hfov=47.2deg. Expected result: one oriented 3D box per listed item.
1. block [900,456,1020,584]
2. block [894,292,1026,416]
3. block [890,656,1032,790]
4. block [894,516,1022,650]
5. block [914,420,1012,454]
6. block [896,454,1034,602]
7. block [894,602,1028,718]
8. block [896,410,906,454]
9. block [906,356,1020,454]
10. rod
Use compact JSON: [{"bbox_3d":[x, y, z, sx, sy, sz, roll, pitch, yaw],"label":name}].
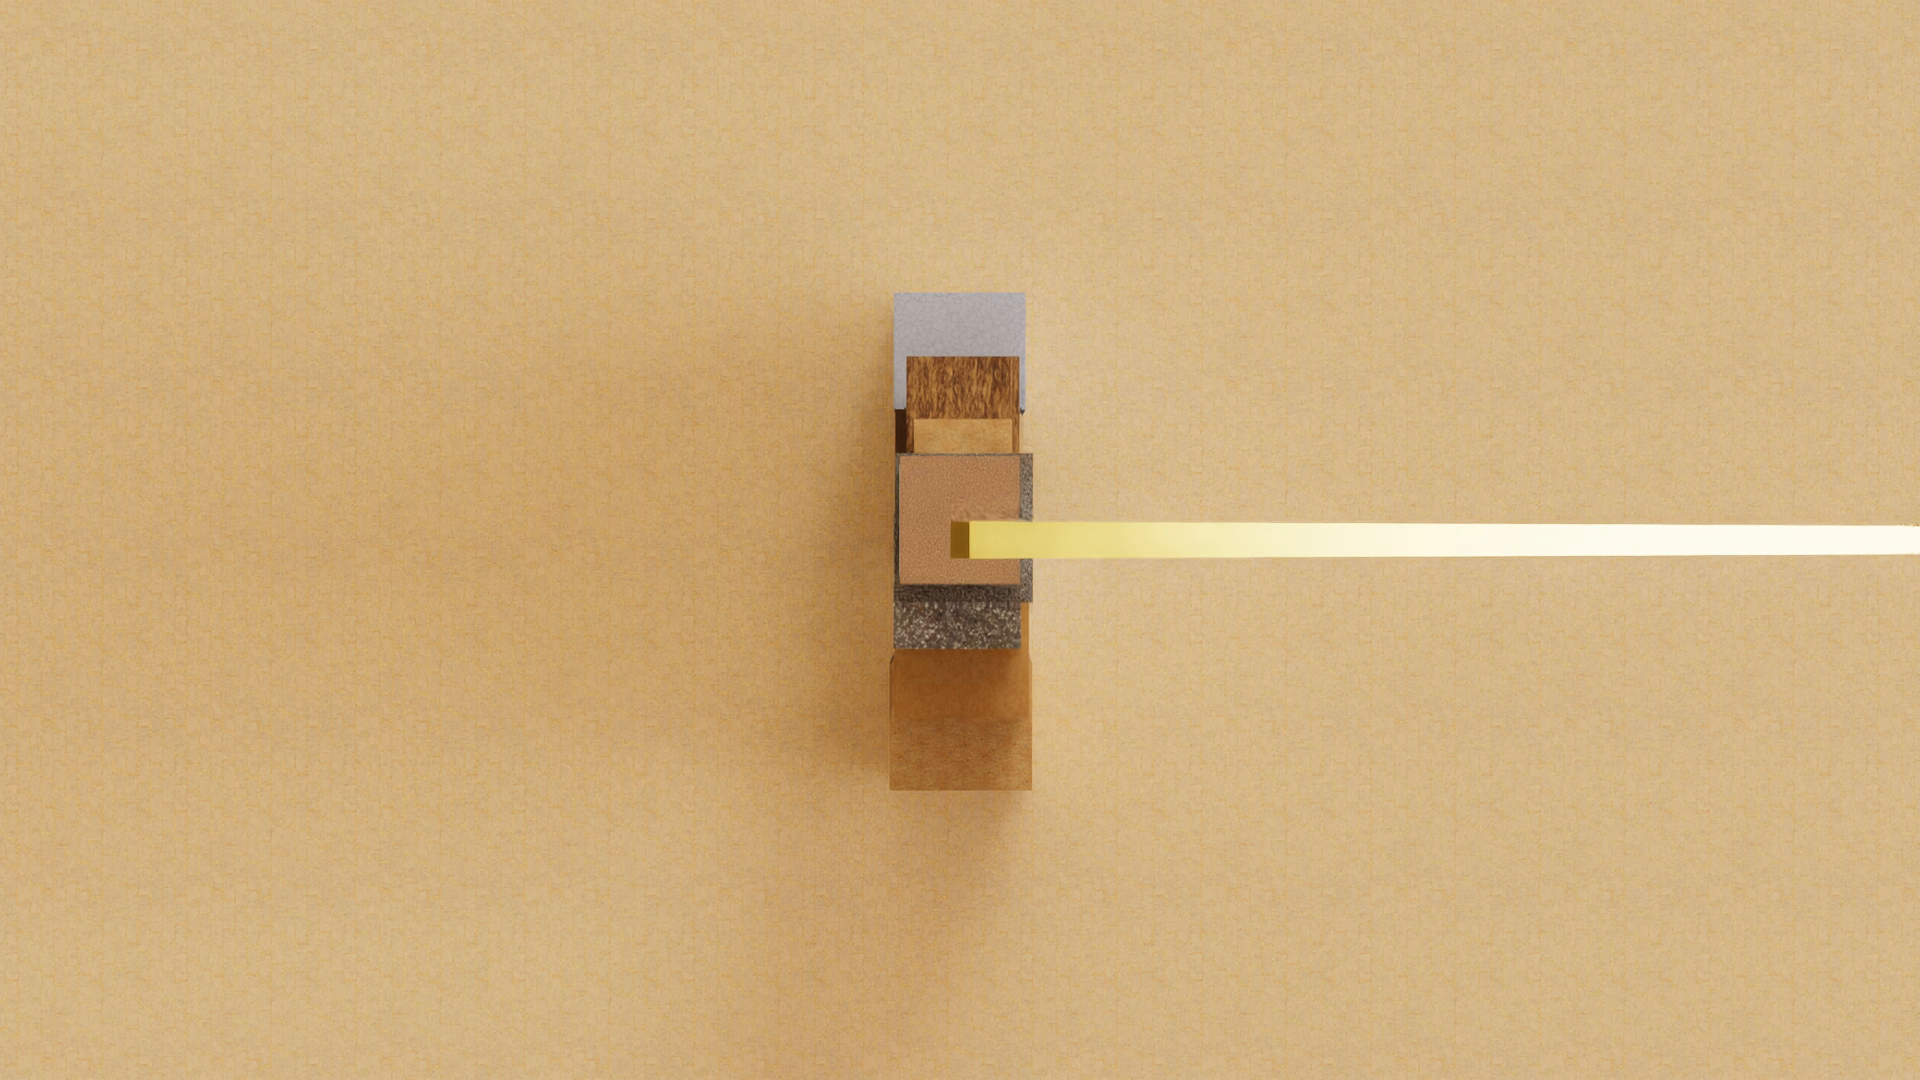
[{"bbox_3d":[0.000,-0.078,9.583,0.507,0.523,0.542,0,88,0],"label":"block"},{"bbox_3d":[-0.002,-1.066,12.703,0.744,0.594,0.661,0,90,0],"label":"block"},{"bbox_3d":[0.004,1.040,12.629,0.796,0.741,0.713,0,90,0],"label":"block"},{"bbox_3d":[-0.013,0.220,11.247,0.633,0.643,0.665,0,88,0],"label":"block"},{"bbox_3d":[0.015,-0.357,11.312,0.492,0.544,0.489,0,89,0],"label":"block"},{"bbox_3d":[0.019,-0.049,10.609,0.644,0.649,0.696,0,88,0],"label":"block"},{"bbox_3d":[0.008,0.588,11.910,0.708,0.704,0.712,0,88,0],"label":"block"},{"bbox_3d":[-0.016,-0.368,12.593,0.685,0.813,0.713,0,90,0],"label":"block"},{"bbox_3d":[0.015,-0.662,11.888,0.596,0.595,0.598,0,89,0],"label":"block"},{"bbox_3d":[2.212,0.000,6.147,5.200,0.080,0.080,0,90,-32],"label":"rod"}]
